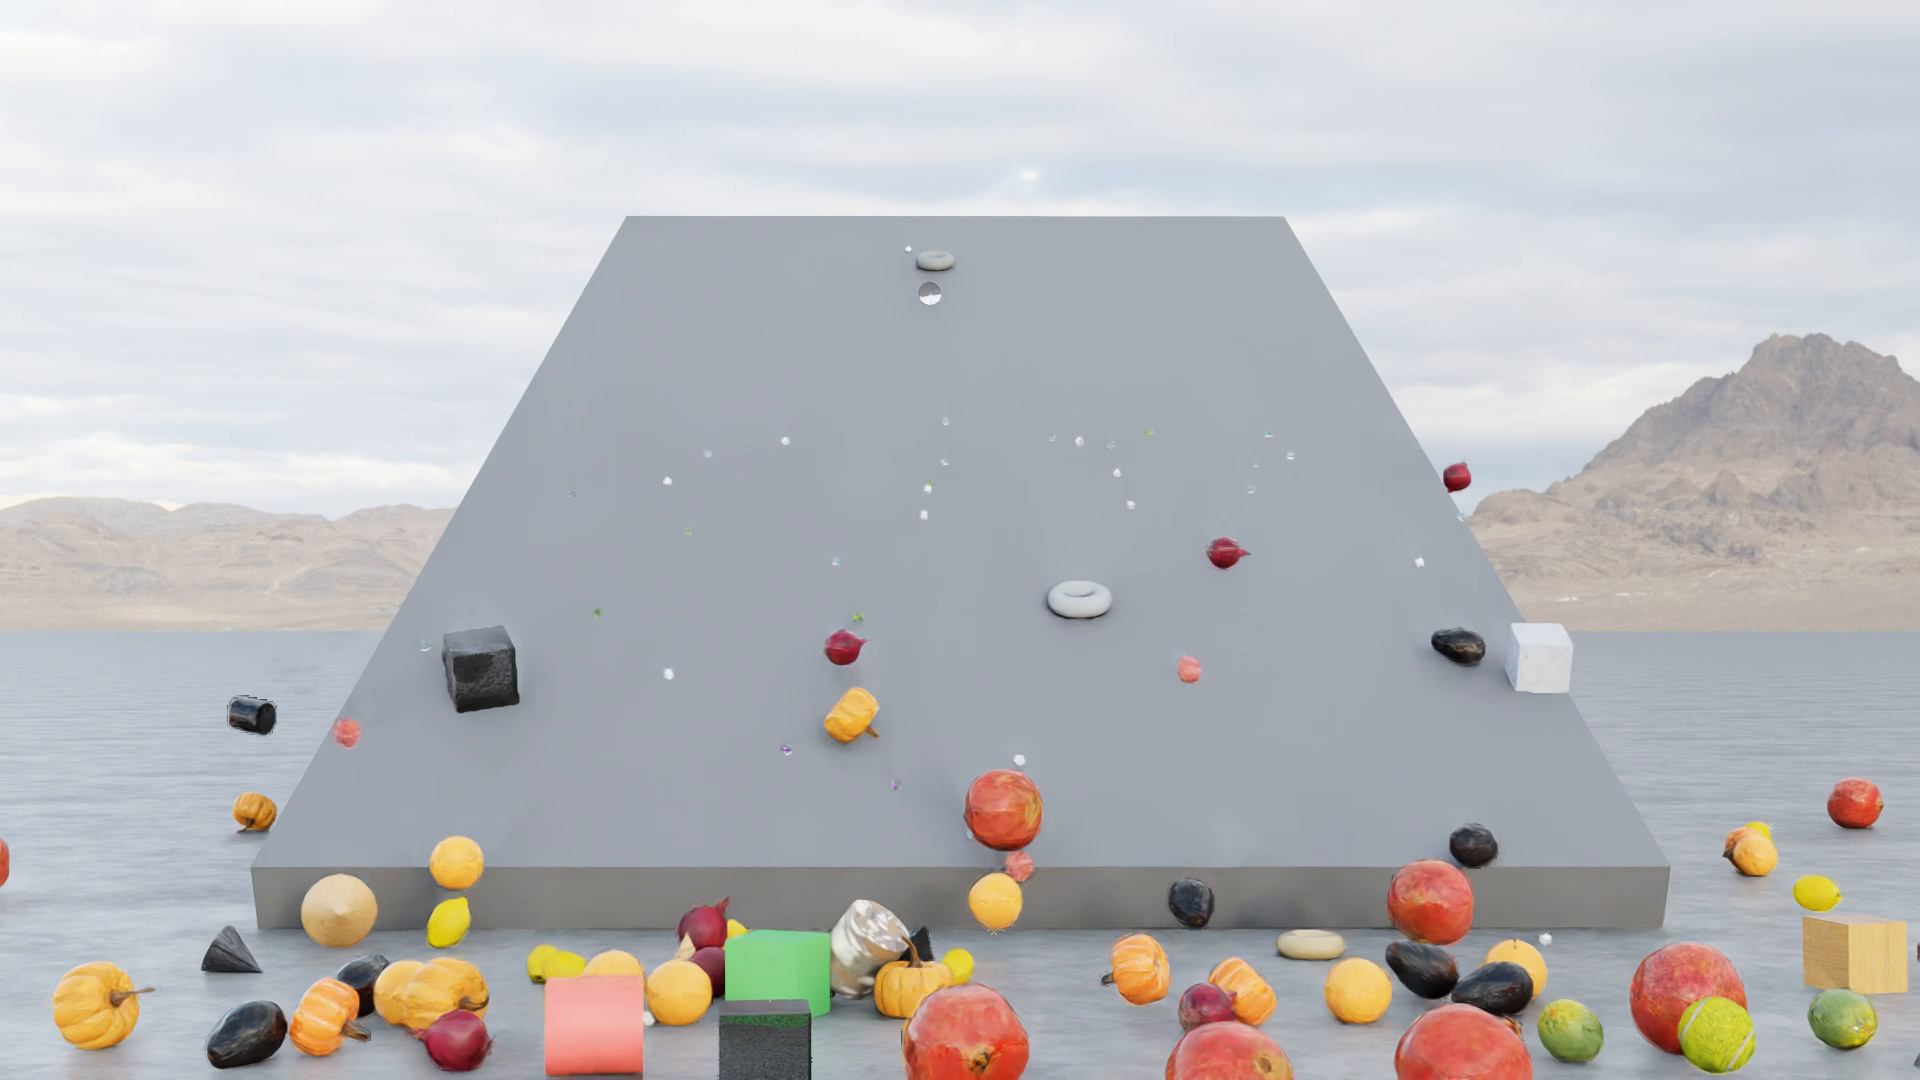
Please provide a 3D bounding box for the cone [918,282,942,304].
[{"bbox_3d":[-0.083,-0.646,6.032,0.060,0.060,0.060,0,-6,-7],"label":"cone"}]

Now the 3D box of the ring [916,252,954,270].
[{"bbox_3d":[-0.070,-0.777,6.359,0.109,0.036,0.109,0,23,0],"label":"ring"}]

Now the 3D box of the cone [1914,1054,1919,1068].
[{"bbox_3d":[0.974,0.476,2.233,0.079,0.079,0.079,0,-2,0],"label":"cone"}]

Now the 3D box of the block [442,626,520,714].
[{"bbox_3d":[-0.780,0.210,3.721,0.099,0.099,0.099,-8,23,-20],"label":"block"}]

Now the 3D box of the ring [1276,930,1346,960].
[{"bbox_3d":[0.457,0.528,2.981,0.090,0.030,0.090,0,-1,0],"label":"ring"}]

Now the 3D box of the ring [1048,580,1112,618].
[{"bbox_3d":[0.214,0.106,4.079,0.116,0.039,0.116,-1,22,0],"label":"ring"}]

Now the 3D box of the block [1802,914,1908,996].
[{"bbox_3d":[1.066,0.493,2.721,0.082,0.082,0.082,1,-2,-18],"label":"block"}]

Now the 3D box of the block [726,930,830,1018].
[{"bbox_3d":[-0.202,0.484,2.536,0.087,0.087,0.087,-1,-2,22],"label":"block"}]

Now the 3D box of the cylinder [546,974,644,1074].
[{"bbox_3d":[-0.353,0.468,2.208,0.093,0.093,0.093,0,-2,-8],"label":"cylinder"}]

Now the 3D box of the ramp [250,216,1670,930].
[{"bbox_3d":[-0.006,-0.216,5.099,2.000,0.100,4.000,0,21,0],"label":"ramp"}]

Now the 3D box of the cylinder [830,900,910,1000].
[{"bbox_3d":[-0.112,0.465,2.589,0.080,0.080,0.080,31,21,-13],"label":"cylinder"}]

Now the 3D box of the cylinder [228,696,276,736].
[{"bbox_3d":[-1.166,0.290,3.765,0.053,0.053,0.053,12,2,20],"label":"cylinder"}]

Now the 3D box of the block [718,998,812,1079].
[{"bbox_3d":[-0.179,0.469,2.093,0.082,0.082,0.082,0,-2,-7],"label":"block"}]

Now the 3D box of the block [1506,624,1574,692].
[{"bbox_3d":[0.959,0.195,3.785,0.086,0.086,0.086,1,21,1],"label":"block"}]

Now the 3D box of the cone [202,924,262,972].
[{"bbox_3d":[-0.896,0.523,2.844,0.066,0.066,0.066,27,0,5],"label":"cone"}]

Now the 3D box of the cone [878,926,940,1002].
[{"bbox_3d":[-0.051,0.472,2.625,0.082,0.082,0.082,14,31,-9],"label":"cone"}]

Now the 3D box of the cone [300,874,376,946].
[{"bbox_3d":[-0.818,0.492,3.011,0.098,0.098,0.098,1,-4,-16],"label":"cone"}]

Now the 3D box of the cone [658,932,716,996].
[{"bbox_3d":[-0.323,0.498,2.699,0.070,0.070,0.070,0,-2,0],"label":"cone"}]
